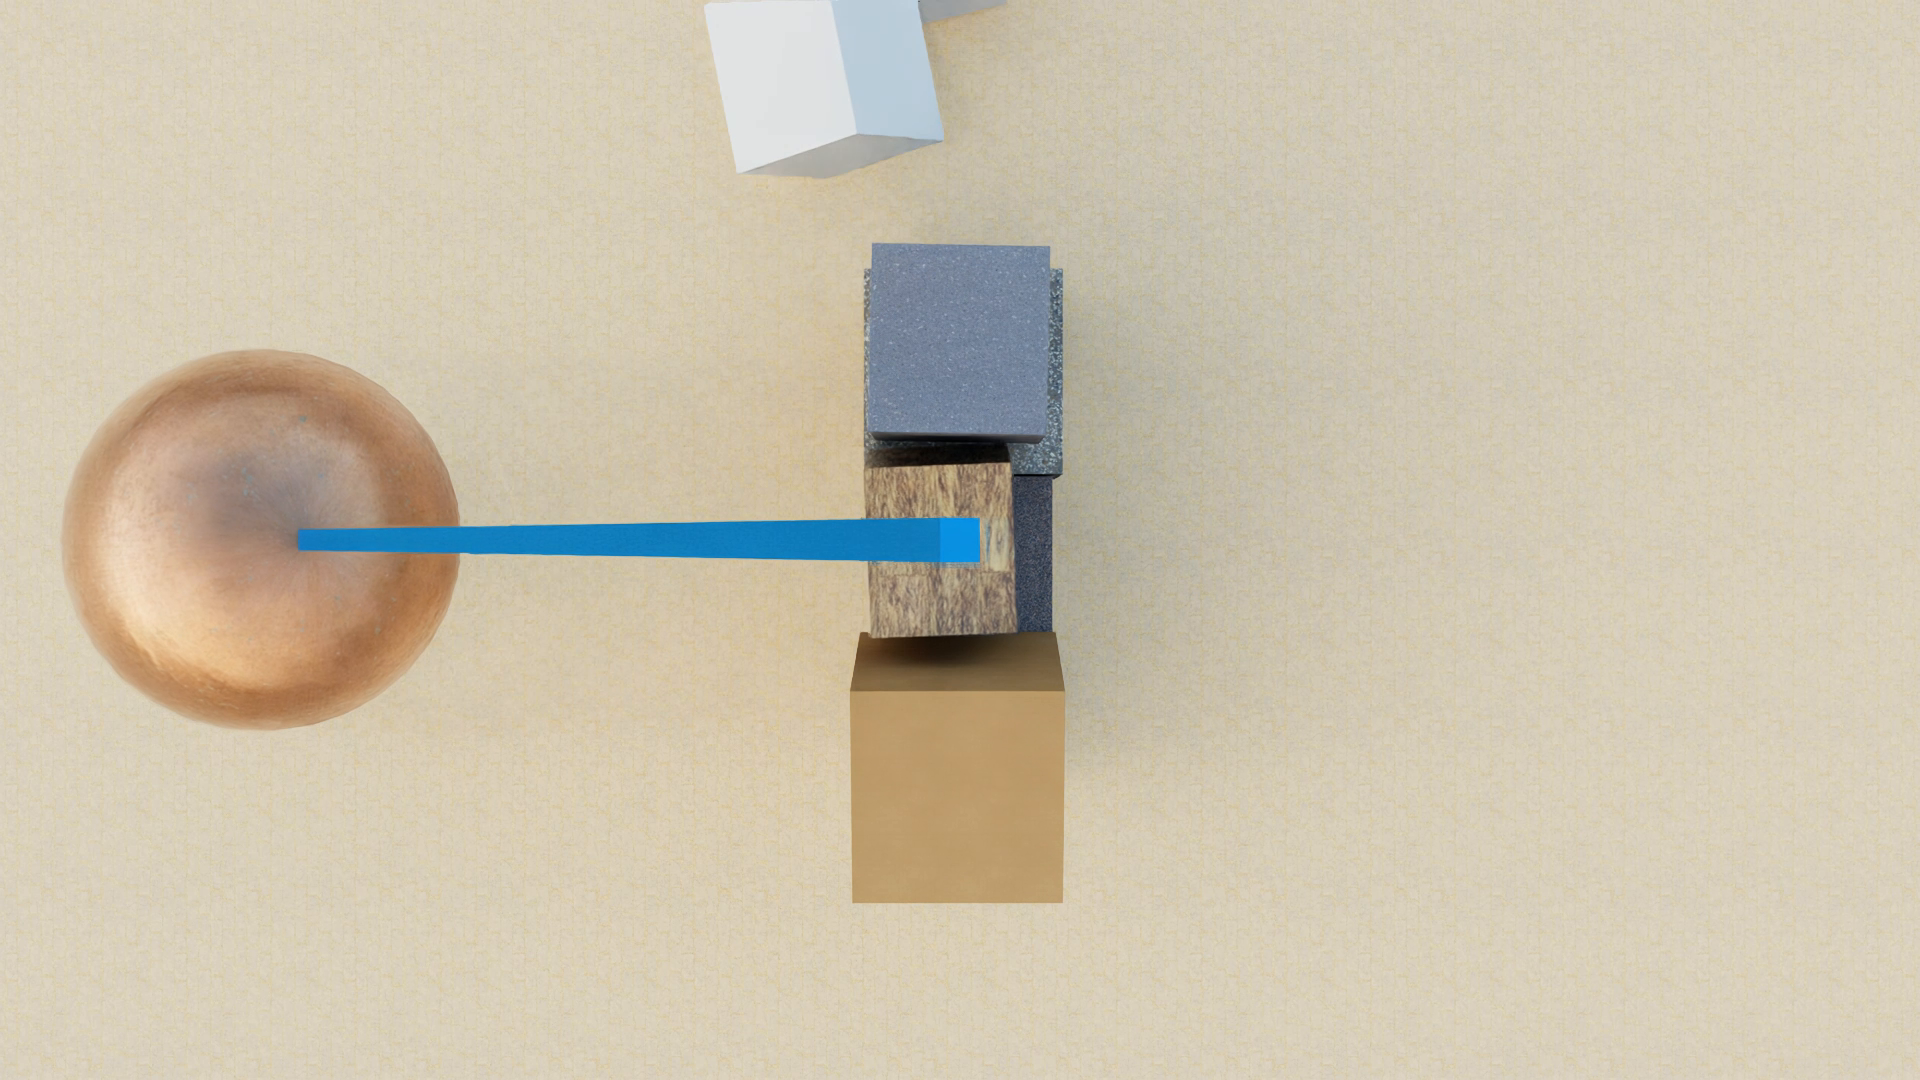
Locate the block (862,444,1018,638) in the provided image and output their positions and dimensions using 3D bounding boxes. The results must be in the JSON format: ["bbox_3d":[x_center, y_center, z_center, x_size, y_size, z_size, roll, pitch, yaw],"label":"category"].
[{"bbox_3d":[-0.101,-0.010,11.578,0.750,0.790,0.878,-2,100,0],"label":"block"}]

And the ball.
[{"bbox_3d":[-2.899,0.000,9.184,1.600,1.600,1.600,0,90,0],"label":"ball"}]

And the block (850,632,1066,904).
[{"bbox_3d":[-0.012,1.171,11.583,1.069,1.148,1.117,0,102,0],"label":"block"}]

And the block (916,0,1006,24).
[{"bbox_3d":[-0.098,-3.439,12.645,0.600,0.711,0.698,-13,90,0],"label":"block"}]

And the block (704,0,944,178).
[{"bbox_3d":[-0.743,-2.572,12.126,0.829,0.838,0.938,-11,90,34],"label":"block"}]

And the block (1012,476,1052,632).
[{"bbox_3d":[0.008,0.119,12.520,0.996,0.959,0.931,0,90,0],"label":"block"}]

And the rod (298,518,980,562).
[{"bbox_3d":[-1.256,0.000,6.207,0.080,5.200,0.080,0,90,-29],"label":"rod"}]

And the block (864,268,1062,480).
[{"bbox_3d":[0.018,-0.915,12.461,1.080,1.078,1.115,0,90,0],"label":"block"}]

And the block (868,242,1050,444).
[{"bbox_3d":[-0.004,-0.998,11.412,0.884,1.019,0.935,1,90,0],"label":"block"}]
